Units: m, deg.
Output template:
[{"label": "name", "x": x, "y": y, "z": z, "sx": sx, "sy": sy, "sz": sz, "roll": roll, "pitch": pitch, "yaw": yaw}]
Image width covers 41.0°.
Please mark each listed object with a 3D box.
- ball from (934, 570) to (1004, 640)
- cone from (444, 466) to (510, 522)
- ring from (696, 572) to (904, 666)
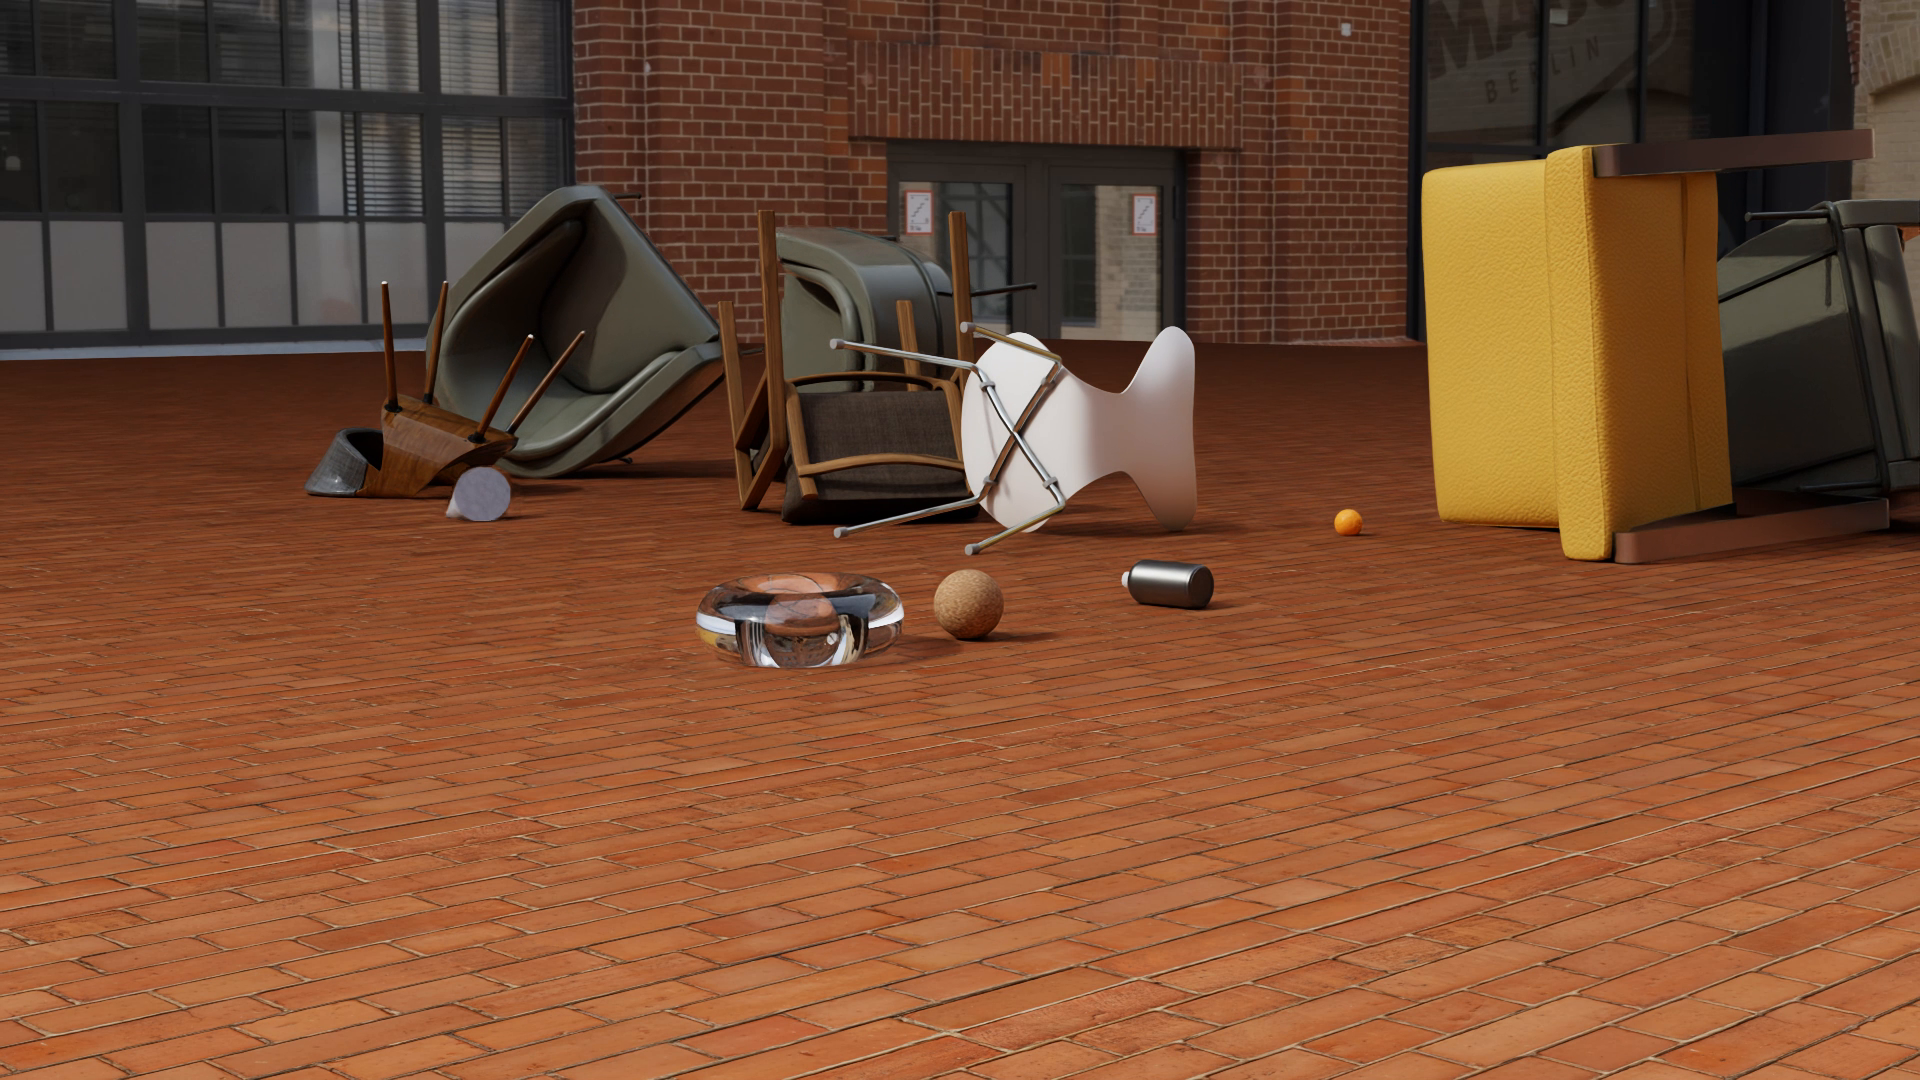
[{"label": "ball", "x": 0.016, "y": 0.117, "z": 4.656, "sx": 0.128, "sy": 0.128, "sz": 0.128, "roll": 0, "pitch": 6, "yaw": 0}, {"label": "cone", "x": -1.346, "y": -0.093, "z": 6.958, "sx": 0.177, "sy": 0.150, "sz": 0.205, "roll": -26, "pitch": 9, "yaw": 38}, {"label": "ring", "x": -0.279, "y": 0.137, "z": 4.482, "sx": 0.364, "sy": 0.126, "sz": 0.424, "roll": 0, "pitch": 7, "yaw": 4}]
